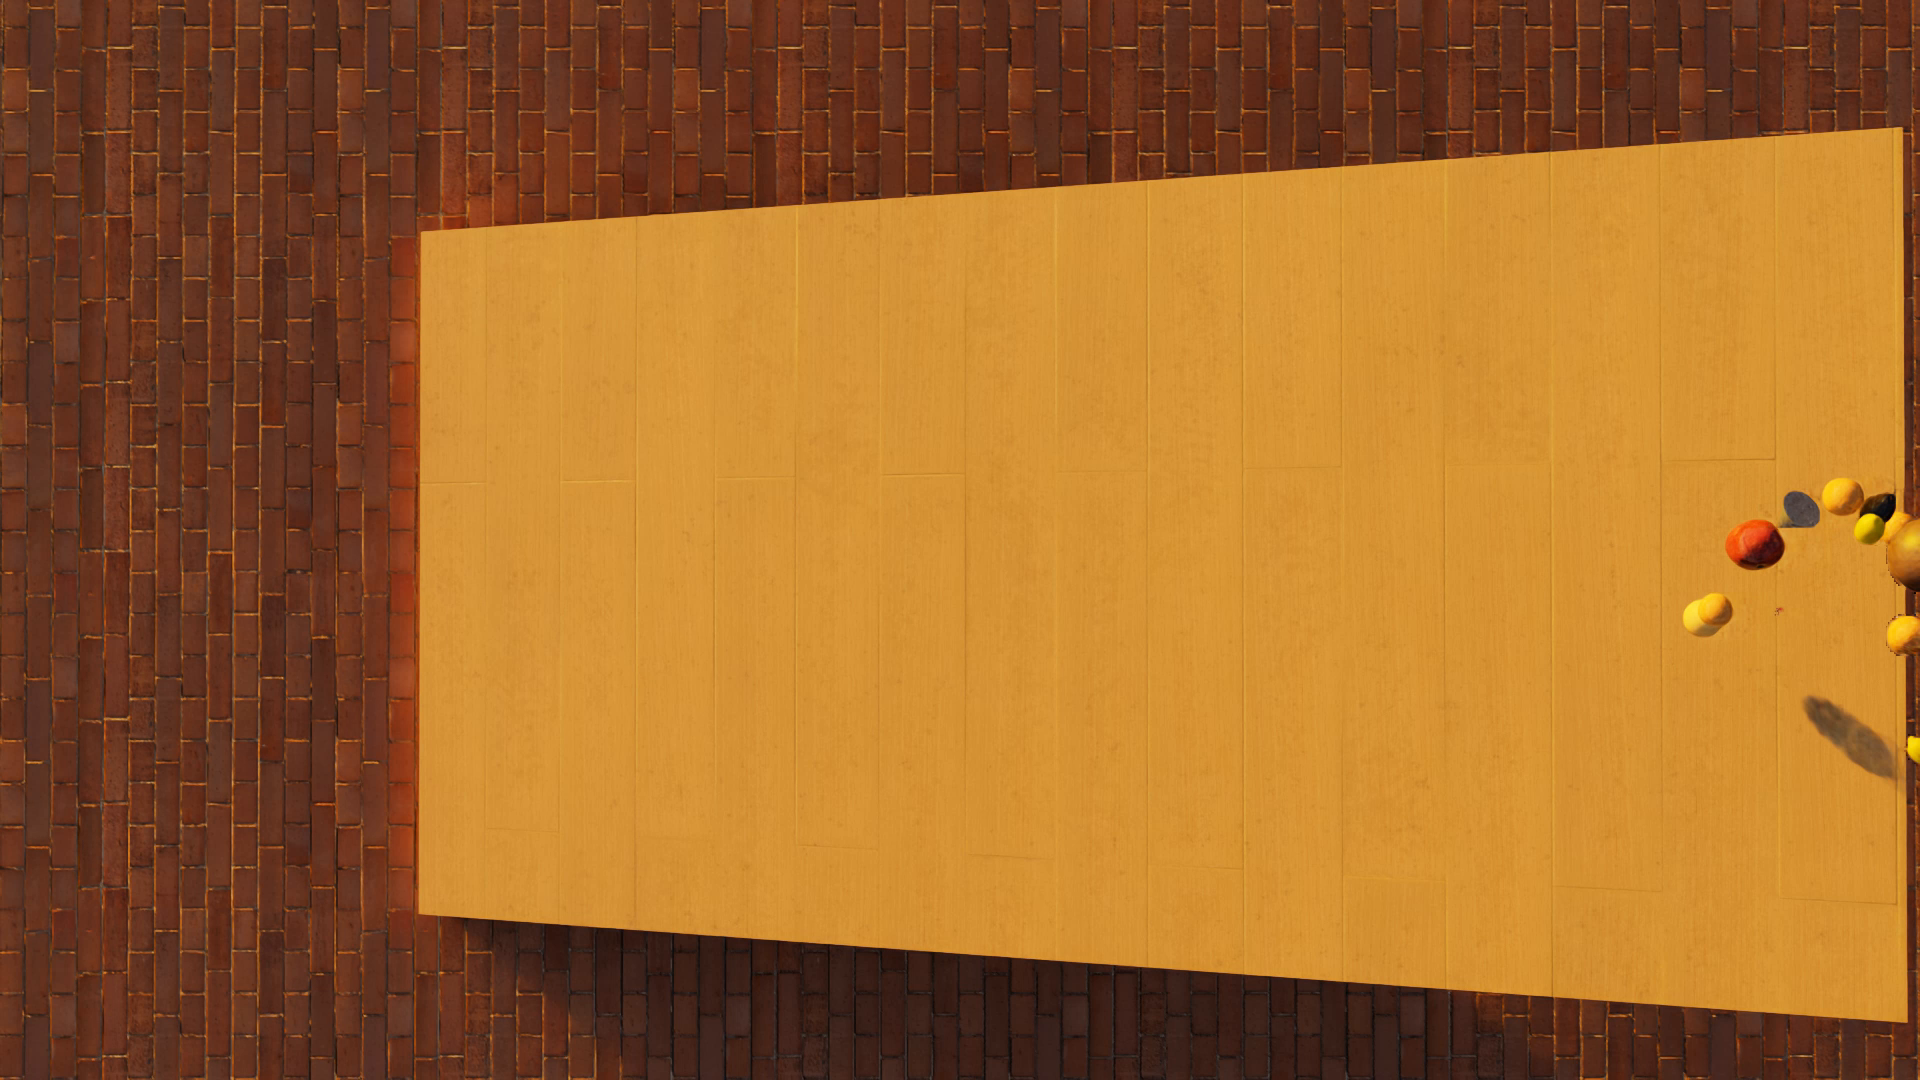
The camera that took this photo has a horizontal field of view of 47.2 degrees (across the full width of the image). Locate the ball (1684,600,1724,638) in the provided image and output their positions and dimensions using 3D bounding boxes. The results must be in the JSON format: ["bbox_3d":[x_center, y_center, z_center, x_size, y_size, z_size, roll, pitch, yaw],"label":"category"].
[{"bbox_3d":[1.671,0.176,4.943,0.086,0.086,0.086,0,89,0],"label":"ball"}]

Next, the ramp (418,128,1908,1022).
[{"bbox_3d":[0.283,0.086,5.725,4.000,0.100,2.000,0,89,23],"label":"ramp"}]

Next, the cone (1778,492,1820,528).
[{"bbox_3d":[1.667,-0.042,4.420,0.083,0.083,0.083,8,61,-14],"label":"cone"}]
